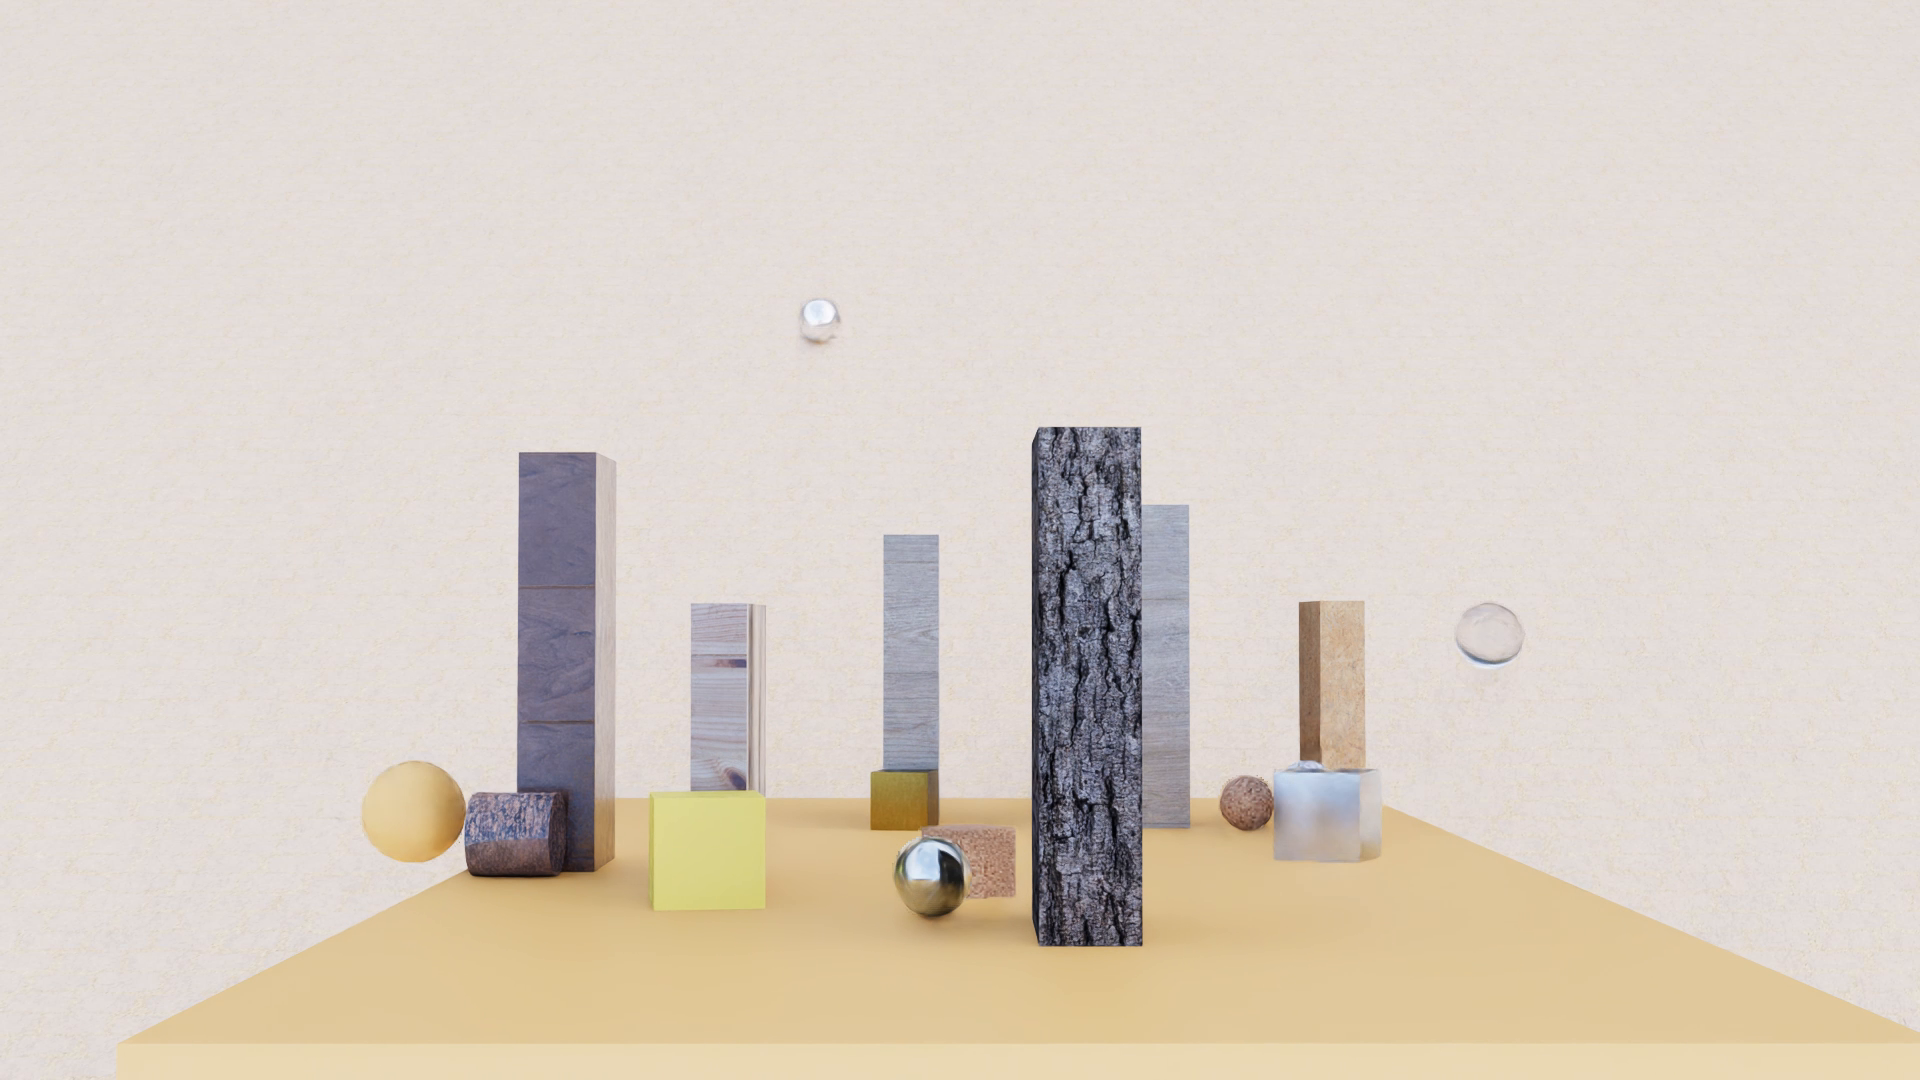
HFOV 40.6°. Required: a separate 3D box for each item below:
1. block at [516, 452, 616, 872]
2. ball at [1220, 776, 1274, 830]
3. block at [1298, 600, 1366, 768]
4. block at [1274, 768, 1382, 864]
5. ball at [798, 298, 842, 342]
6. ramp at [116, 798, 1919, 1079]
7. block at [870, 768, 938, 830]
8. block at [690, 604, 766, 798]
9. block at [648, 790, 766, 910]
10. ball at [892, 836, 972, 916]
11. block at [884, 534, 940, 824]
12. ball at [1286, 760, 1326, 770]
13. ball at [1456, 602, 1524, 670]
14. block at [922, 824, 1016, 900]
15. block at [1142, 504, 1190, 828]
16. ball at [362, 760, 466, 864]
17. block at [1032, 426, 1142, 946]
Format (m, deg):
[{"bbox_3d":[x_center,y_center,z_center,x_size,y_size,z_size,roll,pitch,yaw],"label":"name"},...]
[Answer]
[{"bbox_3d":[-0.748,0.230,4.956,0.144,0.778,0.286,0,-2,0],"label":"block"},{"bbox_3d":[0.636,0.584,5.763,0.120,0.120,0.120,0,35,0],"label":"ball"},{"bbox_3d":[0.830,0.391,5.806,0.097,0.508,0.359,0,-2,0],"label":"block"},{"bbox_3d":[0.722,0.538,5.091,0.171,0.171,0.171,-1,-2,24],"label":"block"},{"bbox_3d":[-0.481,-0.754,8.888,0.150,0.150,0.150,0,35,0],"label":"ball"},{"bbox_3d":[0.077,0.665,4.838,2.000,0.100,4.000,0,-2,0],"label":"ramp"},{"bbox_3d":[-0.124,0.582,5.826,0.129,0.129,0.129,0,-2,10],"label":"block"},{"bbox_3d":[-0.406,0.360,4.583,0.095,0.493,0.430,0,-2,0],"label":"block"},{"bbox_3d":[-0.417,0.507,4.263,0.179,0.179,0.179,0,-2,-9],"label":"block"},{"bbox_3d":[-0.043,0.528,4.077,0.124,0.124,0.124,0,35,0],"label":"ball"},{"bbox_3d":[-0.111,0.324,6.091,0.127,0.662,0.363,0,-2,0],"label":"block"},{"bbox_3d":[0.744,0.535,5.572,0.125,0.125,0.125,0,35,0],"label":"ball"},{"bbox_3d":[1.506,0.273,7.390,0.190,0.190,0.190,0,35,0],"label":"ball"},{"bbox_3d":[0.014,0.544,4.402,0.114,0.114,0.114,1,-2,-37],"label":"block"},{"bbox_3d":[0.462,0.290,6.038,0.108,0.727,0.414,0,-2,0],"label":"block"},{"bbox_3d":[-1.064,0.530,5.063,0.199,0.199,0.199,0,35,0],"label":"ball"},{"bbox_3d":[0.186,0.214,3.892,0.147,0.741,0.371,0,-2,0],"label":"block"}]
